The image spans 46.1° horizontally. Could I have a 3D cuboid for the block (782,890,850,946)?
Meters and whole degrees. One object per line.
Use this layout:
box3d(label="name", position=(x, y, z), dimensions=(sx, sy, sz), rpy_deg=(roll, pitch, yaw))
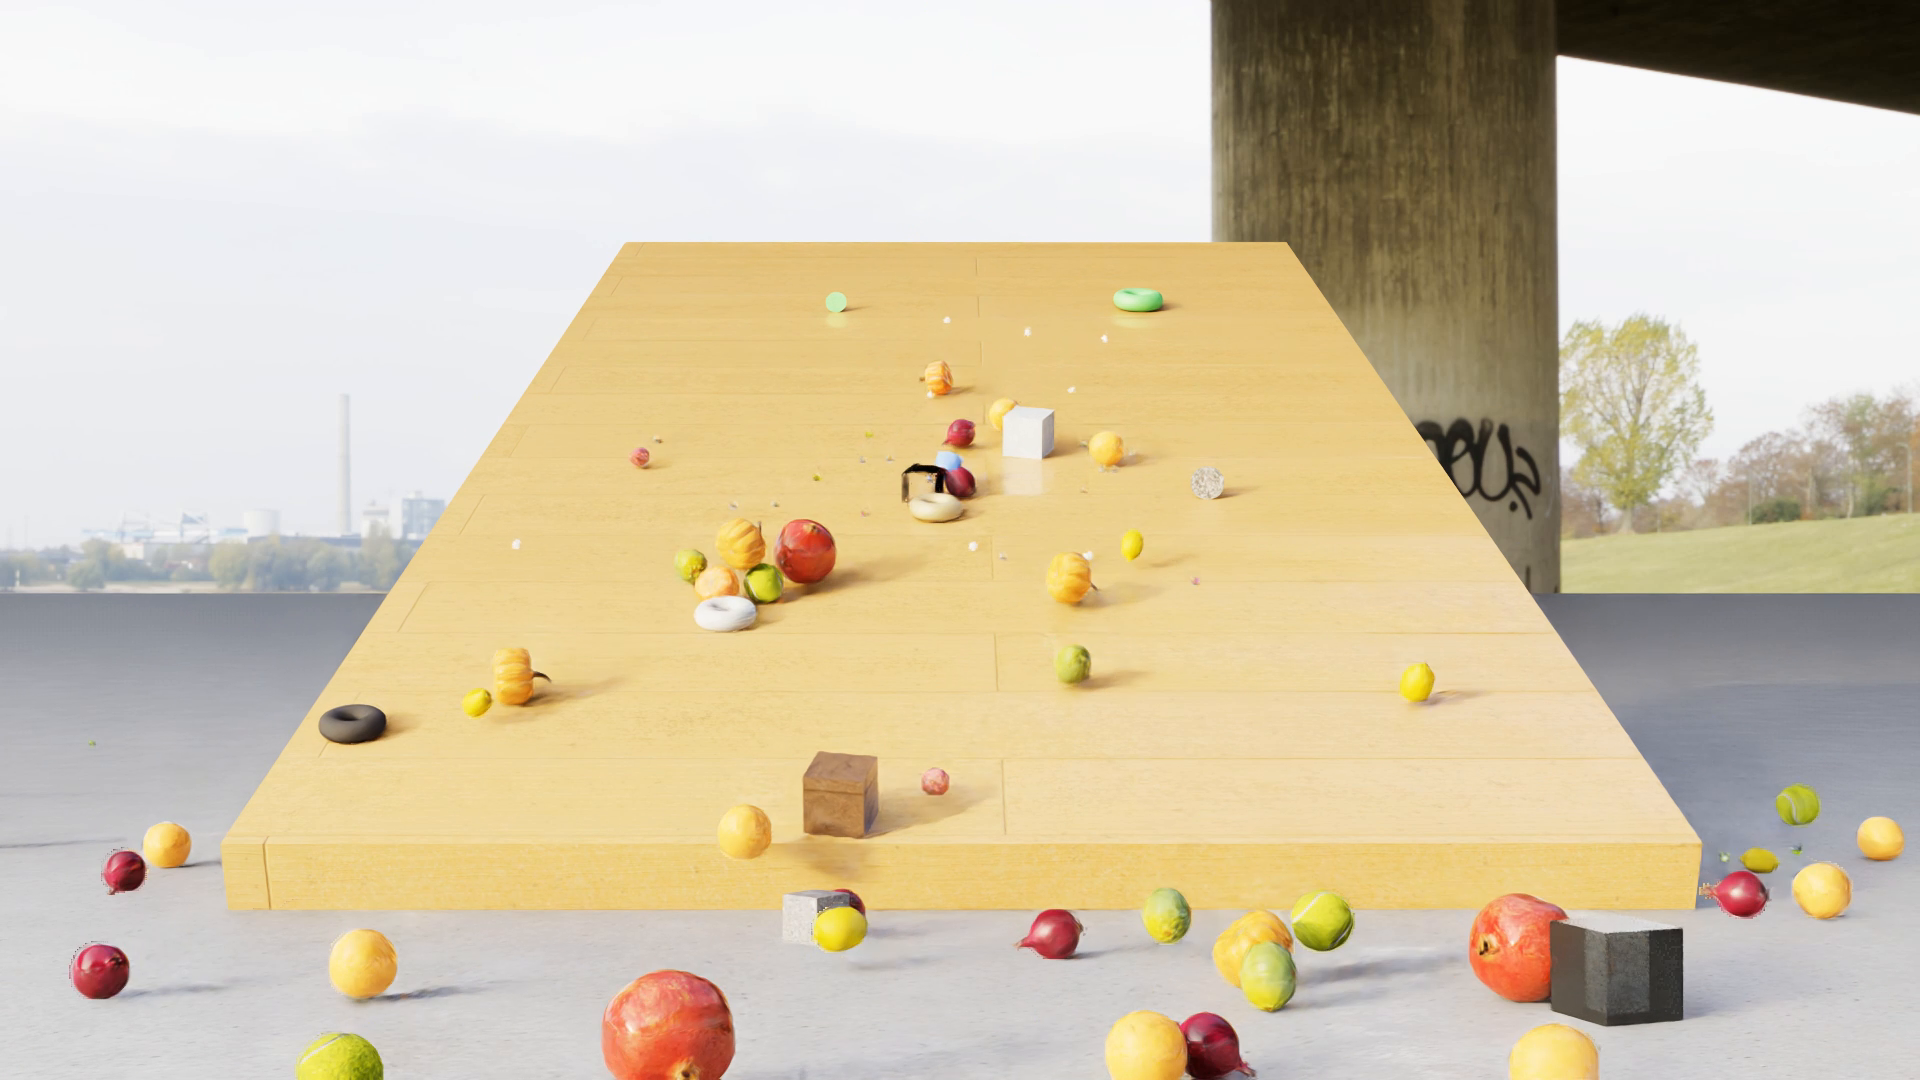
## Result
box3d(label="block", position=(-0.179, 0.469, 2.803), dimensions=(0.059, 0.059, 0.059), rpy_deg=(-1, -2, 41))

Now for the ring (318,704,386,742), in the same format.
box3d(label="ring", position=(-0.910, 0.275, 3.376), dimensions=(0.100, 0.033, 0.100), rpy_deg=(0, 18, 0))

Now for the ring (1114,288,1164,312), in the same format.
box3d(label="ring", position=(0.475, -0.640, 6.000), dimensions=(0.133, 0.044, 0.133), rpy_deg=(1, 18, 0))

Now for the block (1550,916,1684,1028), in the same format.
box3d(label="block", position=(0.674, 0.441, 2.314), dimensions=(0.094, 0.094, 0.094), rpy_deg=(0, -1, -21))

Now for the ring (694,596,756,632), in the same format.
box3d(label="ring", position=(-0.396, 0.125, 3.806), dimensions=(0.106, 0.035, 0.106), rpy_deg=(-1, 20, 0))

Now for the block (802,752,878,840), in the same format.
box3d(label="block", position=(-0.163, 0.349, 3.085), dimensions=(0.085, 0.085, 0.085), rpy_deg=(4, 19, 11))

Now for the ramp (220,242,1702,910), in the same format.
box3d(label="ramp", position=(-0.004, -0.199, 4.946), dimensions=(2.000, 0.100, 4.000), rpy_deg=(0, 19, 0))

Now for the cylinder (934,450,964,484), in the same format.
box3d(label="cylinder", position=(-0.025, -0.146, 4.506), dimensions=(0.053, 0.053, 0.053), rpy_deg=(15, -8, 2))

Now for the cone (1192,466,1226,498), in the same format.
box3d(label="cone", position=(0.494, -0.109, 4.491), dimensions=(0.067, 0.067, 0.067), rpy_deg=(0, -13, 5))

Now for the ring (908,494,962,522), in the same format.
box3d(label="ring", position=(-0.048, -0.063, 4.351), dimensions=(0.104, 0.035, 0.104), rpy_deg=(1, 18, 0))

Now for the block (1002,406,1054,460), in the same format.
box3d(label="block", position=(0.145, -0.226, 4.744), dimensions=(0.085, 0.085, 0.085), rpy_deg=(7, 20, 19))

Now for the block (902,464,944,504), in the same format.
box3d(label="block", position=(-0.073, -0.108, 4.434), dimensions=(0.064, 0.064, 0.064), rpy_deg=(7, 20, 19))
